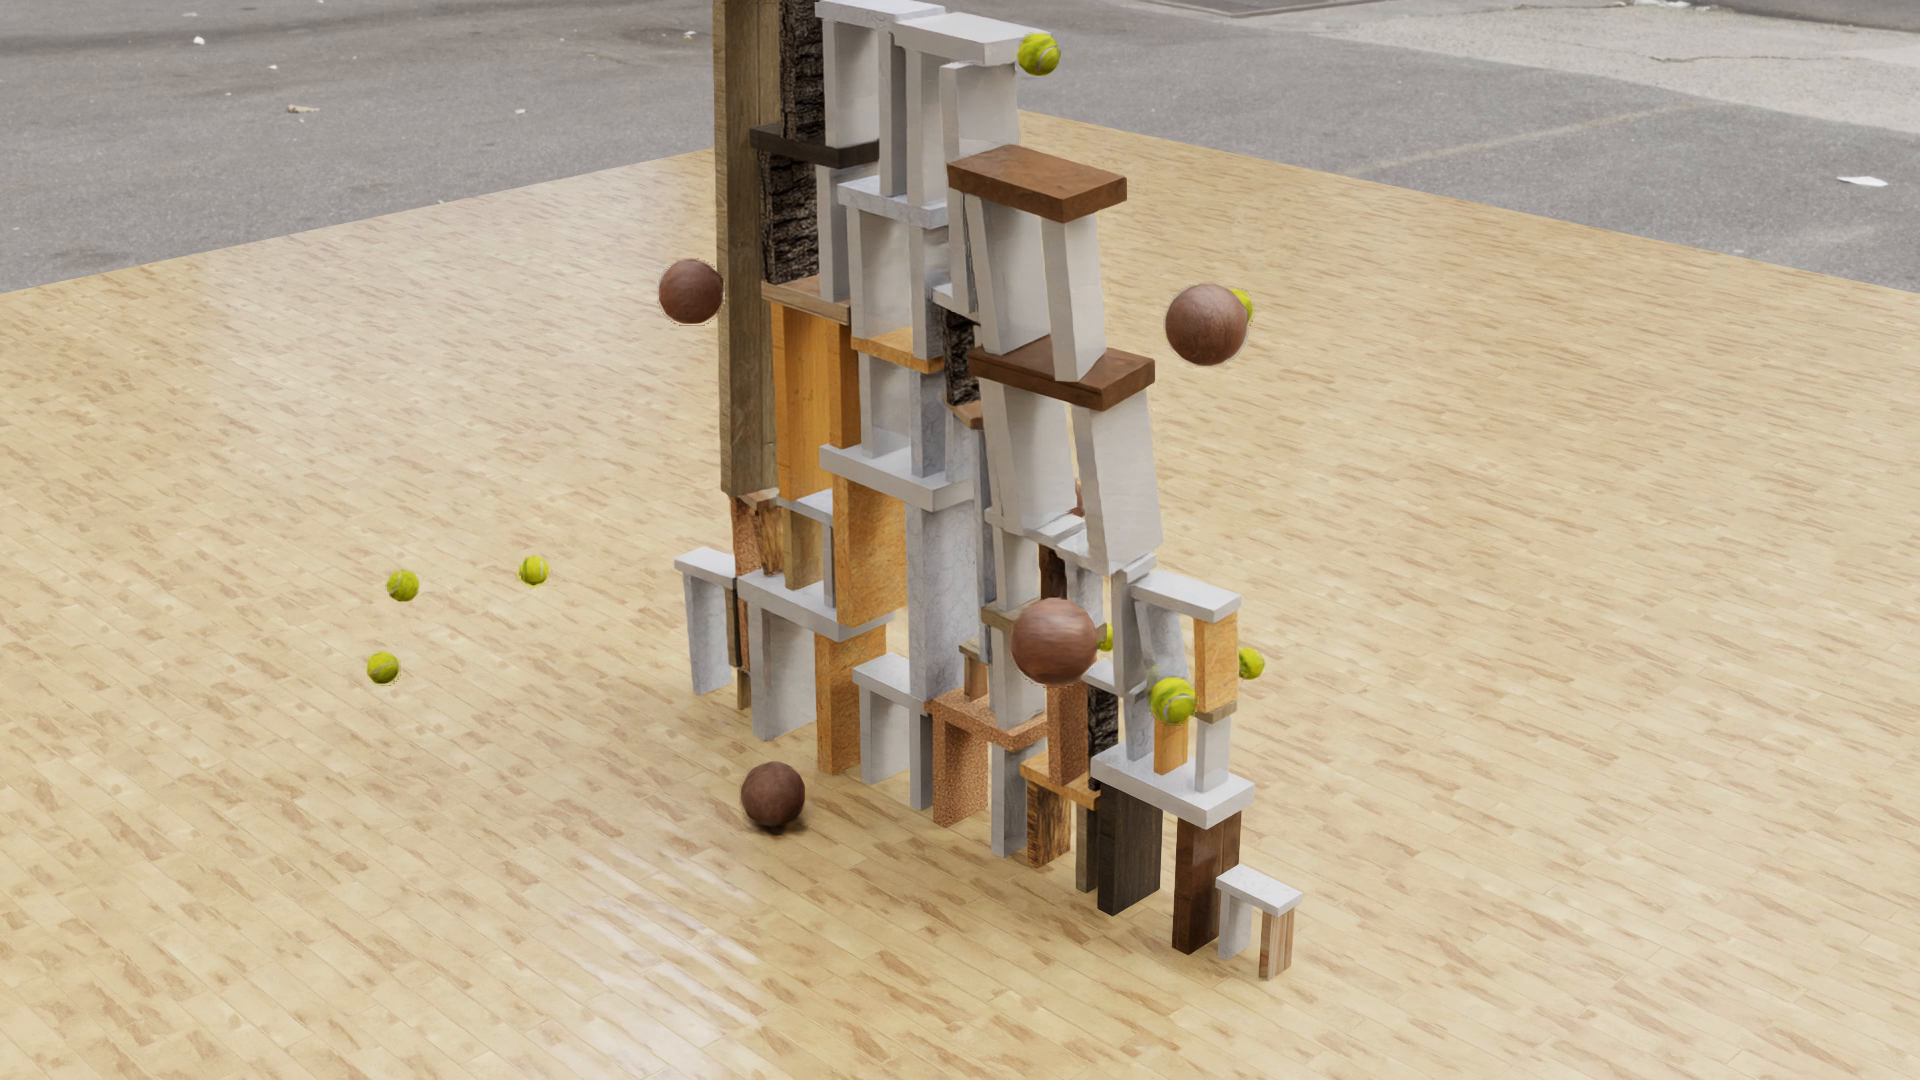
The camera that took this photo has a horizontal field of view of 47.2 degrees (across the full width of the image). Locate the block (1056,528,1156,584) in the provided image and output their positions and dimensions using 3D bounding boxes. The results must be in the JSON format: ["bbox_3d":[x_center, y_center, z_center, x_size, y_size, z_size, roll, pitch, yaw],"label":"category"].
[{"bbox_3d":[0.258,0.028,3.891,0.164,0.023,0.082,21,37,38],"label":"block"}]

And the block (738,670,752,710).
[{"bbox_3d":[-0.471,0.325,4.873,0.013,0.094,0.047,20,28,39],"label":"block"}]

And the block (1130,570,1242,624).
[{"bbox_3d":[0.394,0.098,3.838,0.174,0.025,0.087,18,29,36],"label":"block"}]

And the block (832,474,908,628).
[{"bbox_3d":[-0.178,0.000,4.414,0.046,0.322,0.161,20,31,41],"label":"block"}]

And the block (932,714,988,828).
[{"bbox_3d":[0.001,0.444,4.404,0.034,0.243,0.121,21,31,41],"label":"block"}]

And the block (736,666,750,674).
[{"bbox_3d":[-0.448,0.283,4.834,0.094,0.013,0.047,20,28,39],"label":"block"}]

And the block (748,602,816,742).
[{"bbox_3d":[-0.377,0.260,4.740,0.045,0.319,0.159,21,31,41],"label":"block"}]

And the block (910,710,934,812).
[{"bbox_3d":[-0.051,0.429,4.467,0.031,0.221,0.111,21,31,41],"label":"block"}]

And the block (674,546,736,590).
[{"bbox_3d":[-0.533,0.061,4.837,0.184,0.026,0.092,17,28,37],"label":"block"}]

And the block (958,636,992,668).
[{"bbox_3d":[0.051,0.217,4.250,0.052,0.015,0.103,-24,33,-37],"label":"block"}]

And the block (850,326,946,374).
[{"bbox_3d":[-0.096,-0.365,4.159,0.106,0.030,0.212,-22,32,-40],"label":"block"}]

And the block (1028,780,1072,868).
[{"bbox_3d":[0.173,0.532,4.260,0.095,0.190,0.027,-23,32,-40],"label":"block"}]

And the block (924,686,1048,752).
[{"bbox_3d":[0.058,0.338,4.297,0.121,0.034,0.243,-21,31,-41],"label":"block"}]

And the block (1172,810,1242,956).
[{"bbox_3d":[0.448,0.603,3.989,0.039,0.273,0.136,21,31,41],"label":"block"}]

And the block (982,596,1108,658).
[{"bbox_3d":[0.156,0.152,4.084,0.109,0.031,0.219,-25,34,-38],"label":"block"}]

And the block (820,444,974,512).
[{"bbox_3d":[-0.106,-0.140,4.272,0.161,0.046,0.322,-21,31,-40],"label":"block"}]

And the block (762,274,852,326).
[{"bbox_3d":[-0.256,-0.477,4.302,0.129,0.037,0.258,-21,30,-39],"label":"block"}]

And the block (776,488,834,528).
[{"bbox_3d":[-0.282,-0.074,4.498,0.092,0.026,0.184,-21,30,-40],"label":"block"}]

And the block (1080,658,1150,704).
[{"bbox_3d":[0.290,0.255,4.001,0.129,0.018,0.064,21,37,40],"label":"block"}]

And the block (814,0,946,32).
[{"bbox_3d":[-0.146,-0.954,3.971,0.115,0.033,0.230,-19,29,-37],"label":"block"}]

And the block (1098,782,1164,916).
[{"bbox_3d":[0.319,0.553,4.108,0.039,0.273,0.136,21,31,41],"label":"block"}]

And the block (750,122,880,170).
[{"bbox_3d":[-0.267,-0.757,4.194,0.131,0.037,0.263,-21,30,-39],"label":"block"}]

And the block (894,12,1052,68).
[{"bbox_3d":[0.020,-0.864,3.787,0.139,0.040,0.279,-17,27,-30],"label":"block"}]

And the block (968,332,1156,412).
[{"bbox_3d":[0.174,-0.298,3.787,0.295,0.042,0.148,19,36,38],"label":"block"}]

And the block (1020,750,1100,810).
[{"bbox_3d":[0.215,0.451,4.174,0.095,0.027,0.190,-23,32,-40],"label":"block"}]

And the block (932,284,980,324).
[{"bbox_3d":[0.037,-0.427,3.934,0.094,0.027,0.188,-16,26,-26],"label":"block"}]

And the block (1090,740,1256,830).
[{"bbox_3d":[0.384,0.435,3.988,0.273,0.039,0.136,21,31,41],"label":"block"}]

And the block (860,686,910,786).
[{"bbox_3d":[-0.156,0.388,4.563,0.031,0.221,0.111,21,31,41],"label":"block"}]

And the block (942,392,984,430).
[{"bbox_3d":[0.029,-0.245,4.054,0.074,0.021,0.148,-11,27,-17],"label":"block"}]

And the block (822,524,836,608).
[{"bbox_3d":[-0.237,0.040,4.500,0.092,0.184,0.026,-21,31,-41],"label":"block"}]

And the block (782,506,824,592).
[{"bbox_3d":[-0.324,0.006,4.580,0.092,0.184,0.026,-21,31,-40],"label":"block"}]

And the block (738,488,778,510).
[{"bbox_3d":[-0.435,-0.104,4.674,0.072,0.021,0.145,-14,29,-31],"label":"block"}]

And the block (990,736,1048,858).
[{"bbox_3d":[0.116,0.488,4.299,0.034,0.243,0.121,21,31,41],"label":"block"}]

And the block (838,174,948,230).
[{"bbox_3d":[-0.095,-0.625,4.043,0.126,0.036,0.251,-21,31,-39],"label":"block"}]

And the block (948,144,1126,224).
[{"bbox_3d":[0.126,-0.594,3.651,0.142,0.040,0.284,-25,34,-34],"label":"block"}]

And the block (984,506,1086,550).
[{"bbox_3d":[0.137,-0.035,4.006,0.087,0.025,0.175,-27,34,-36],"label":"block"}]

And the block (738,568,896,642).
[{"bbox_3d":[-0.302,0.122,4.600,0.319,0.045,0.159,21,31,41],"label":"block"}]

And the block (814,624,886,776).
[{"bbox_3d":[-0.227,0.318,4.602,0.159,0.319,0.045,-21,31,-41],"label":"block"}]

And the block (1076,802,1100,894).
[{"bbox_3d":[0.262,0.567,4.177,0.095,0.190,0.027,-23,32,-40],"label":"block"}]

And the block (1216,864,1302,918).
[{"bbox_3d":[0.531,0.623,3.911,0.140,0.020,0.070,21,31,41],"label":"block"}]

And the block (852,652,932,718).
[{"bbox_3d":[-0.103,0.292,4.465,0.221,0.031,0.111,21,31,41],"label":"block"}]

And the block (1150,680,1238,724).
[{"bbox_3d":[0.414,0.283,3.905,0.142,0.020,0.071,21,31,40],"label":"block"}]
